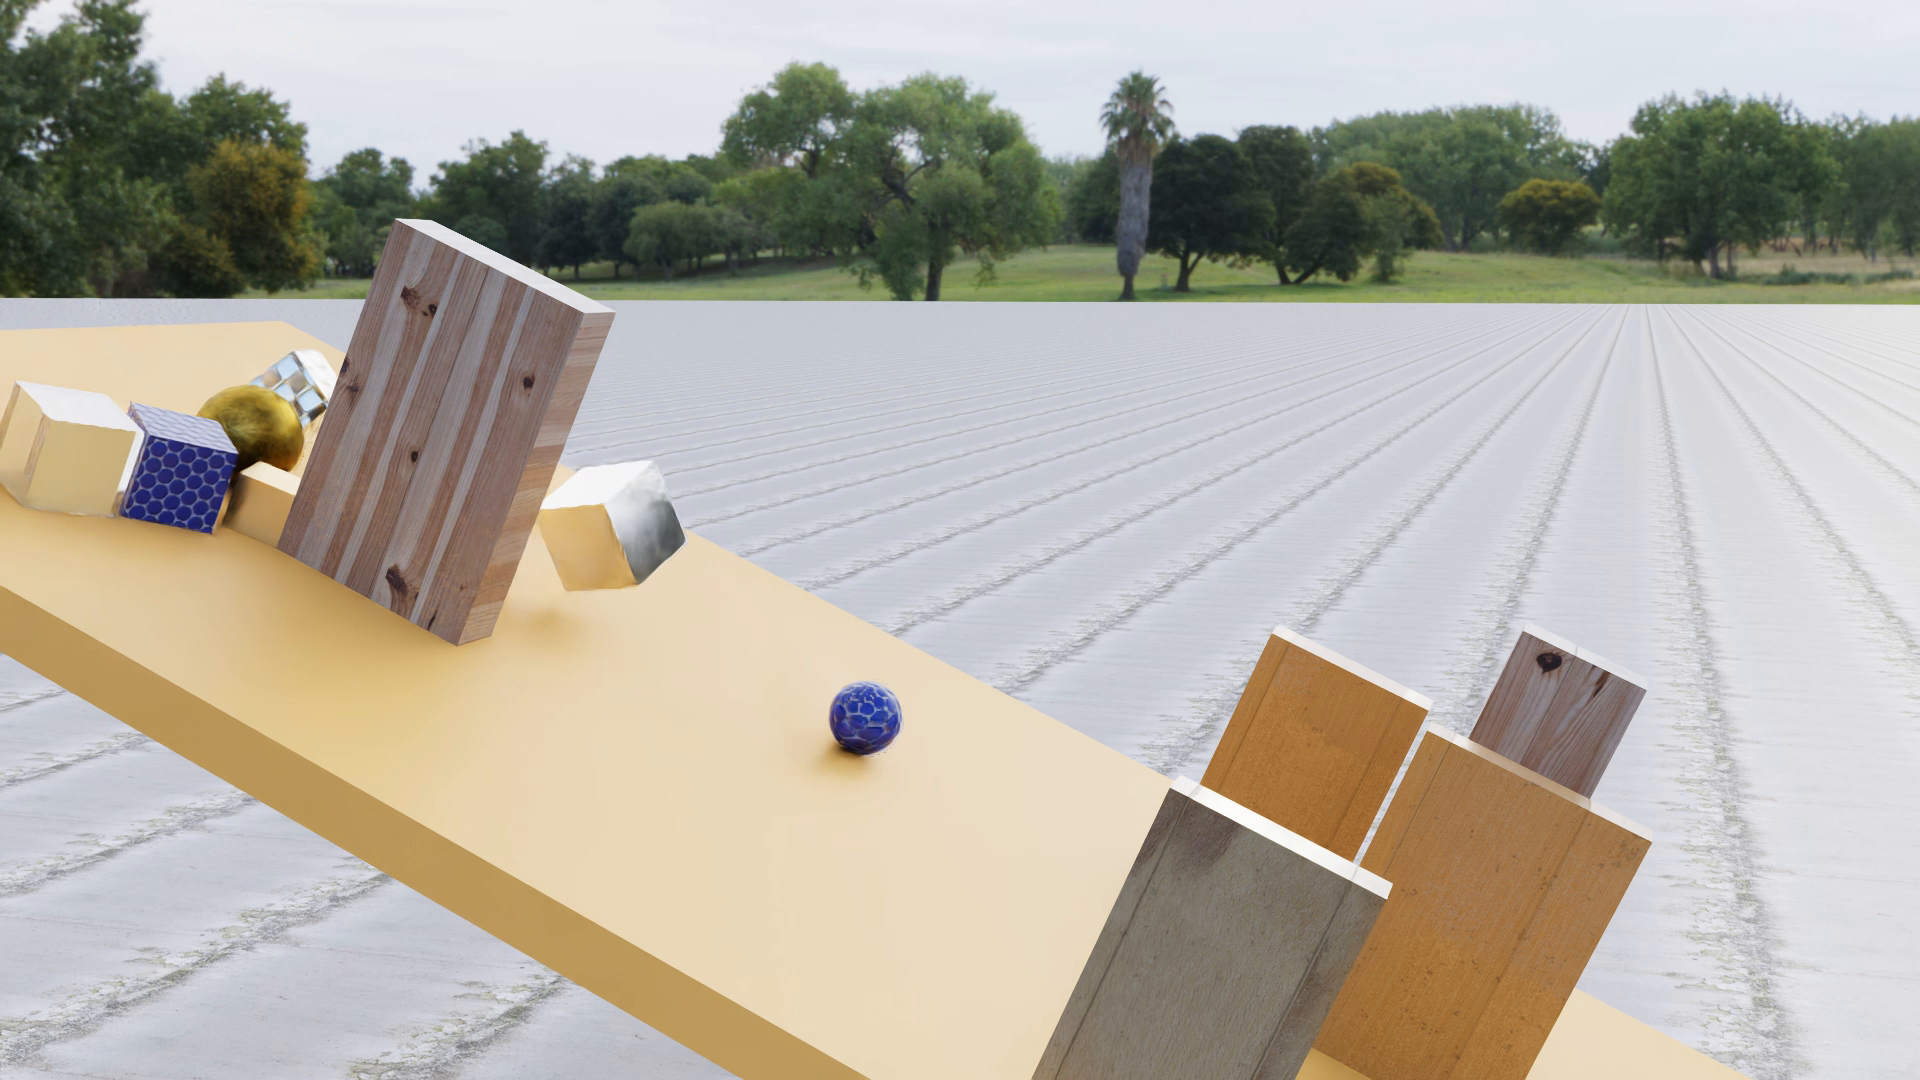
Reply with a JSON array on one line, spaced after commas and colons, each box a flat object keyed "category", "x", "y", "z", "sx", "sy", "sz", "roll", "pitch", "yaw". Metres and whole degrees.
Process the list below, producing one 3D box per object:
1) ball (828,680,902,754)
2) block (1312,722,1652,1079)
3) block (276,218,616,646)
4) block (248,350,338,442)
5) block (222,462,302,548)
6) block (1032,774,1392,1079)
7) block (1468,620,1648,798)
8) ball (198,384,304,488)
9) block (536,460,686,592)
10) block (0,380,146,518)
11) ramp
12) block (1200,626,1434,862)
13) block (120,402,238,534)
[{"category": "ball", "x": -0.186, "y": 0.348, "z": 4.317, "sx": 0.146, "sy": 0.146, "sz": 0.146, "roll": 0, "pitch": 7, "yaw": 0}, {"category": "block", "x": 0.870, "y": 0.679, "z": 3.817, "sx": 0.409, "sy": 0.605, "sz": 0.083, "roll": 27, "pitch": 14, "yaw": 13}, {"category": "block", "x": -0.944, "y": -0.198, "z": 4.021, "sx": 0.407, "sy": 0.662, "sz": 0.125, "roll": 27, "pitch": 14, "yaw": 13}, {"category": "block", "x": -1.395, "y": -0.301, "z": 4.643, "sx": 0.142, "sy": 0.142, "sz": 0.142, "roll": -34, "pitch": 0, "yaw": 7}, {"category": "block", "x": -1.296, "y": -0.067, "z": 4.119, "sx": 0.109, "sy": 0.109, "sz": 0.109, "roll": 23, "pitch": 13, "yaw": -4}, {"category": "block", "x": 0.350, "y": 0.656, "z": 3.168, "sx": 0.335, "sy": 0.536, "sz": 0.080, "roll": 27, "pitch": 14, "yaw": 13}, {"category": "block", "x": 0.996, "y": 0.558, "z": 4.122, "sx": 0.240, "sy": 0.780, "sz": 0.120, "roll": 27, "pitch": 14, "yaw": 13}, {"category": "ball", "x": -1.382, "y": -0.198, "z": 4.271, "sx": 0.206, "sy": 0.206, "sz": 0.206, "roll": 0, "pitch": 7, "yaw": 0}, {"category": "block", "x": -0.706, "y": -0.028, "z": 4.436, "sx": 0.187, "sy": 0.187, "sz": 0.187, "roll": -5, "pitch": 26, "yaw": 31}, {"category": "block", "x": -1.573, "y": -0.158, "z": 3.869, "sx": 0.169, "sy": 0.169, "sz": 0.169, "roll": 9, "pitch": 20, "yaw": -48}, {"category": "ramp", "x": -0.278, "y": 0.480, "z": 4.178, "sx": 4.000, "sy": 0.100, "sz": 2.000, "roll": 27, "pitch": 14, "yaw": 13}, {"category": "block", "x": 0.713, "y": 0.480, "z": 4.579, "sx": 0.351, "sy": 0.491, "sz": 0.110, "roll": 27, "pitch": 14, "yaw": 13}, {"category": "block", "x": -1.439, "y": -0.132, "z": 4.011, "sx": 0.162, "sy": 0.162, "sz": 0.162, "roll": 13, "pitch": 17, "yaw": -37}]
